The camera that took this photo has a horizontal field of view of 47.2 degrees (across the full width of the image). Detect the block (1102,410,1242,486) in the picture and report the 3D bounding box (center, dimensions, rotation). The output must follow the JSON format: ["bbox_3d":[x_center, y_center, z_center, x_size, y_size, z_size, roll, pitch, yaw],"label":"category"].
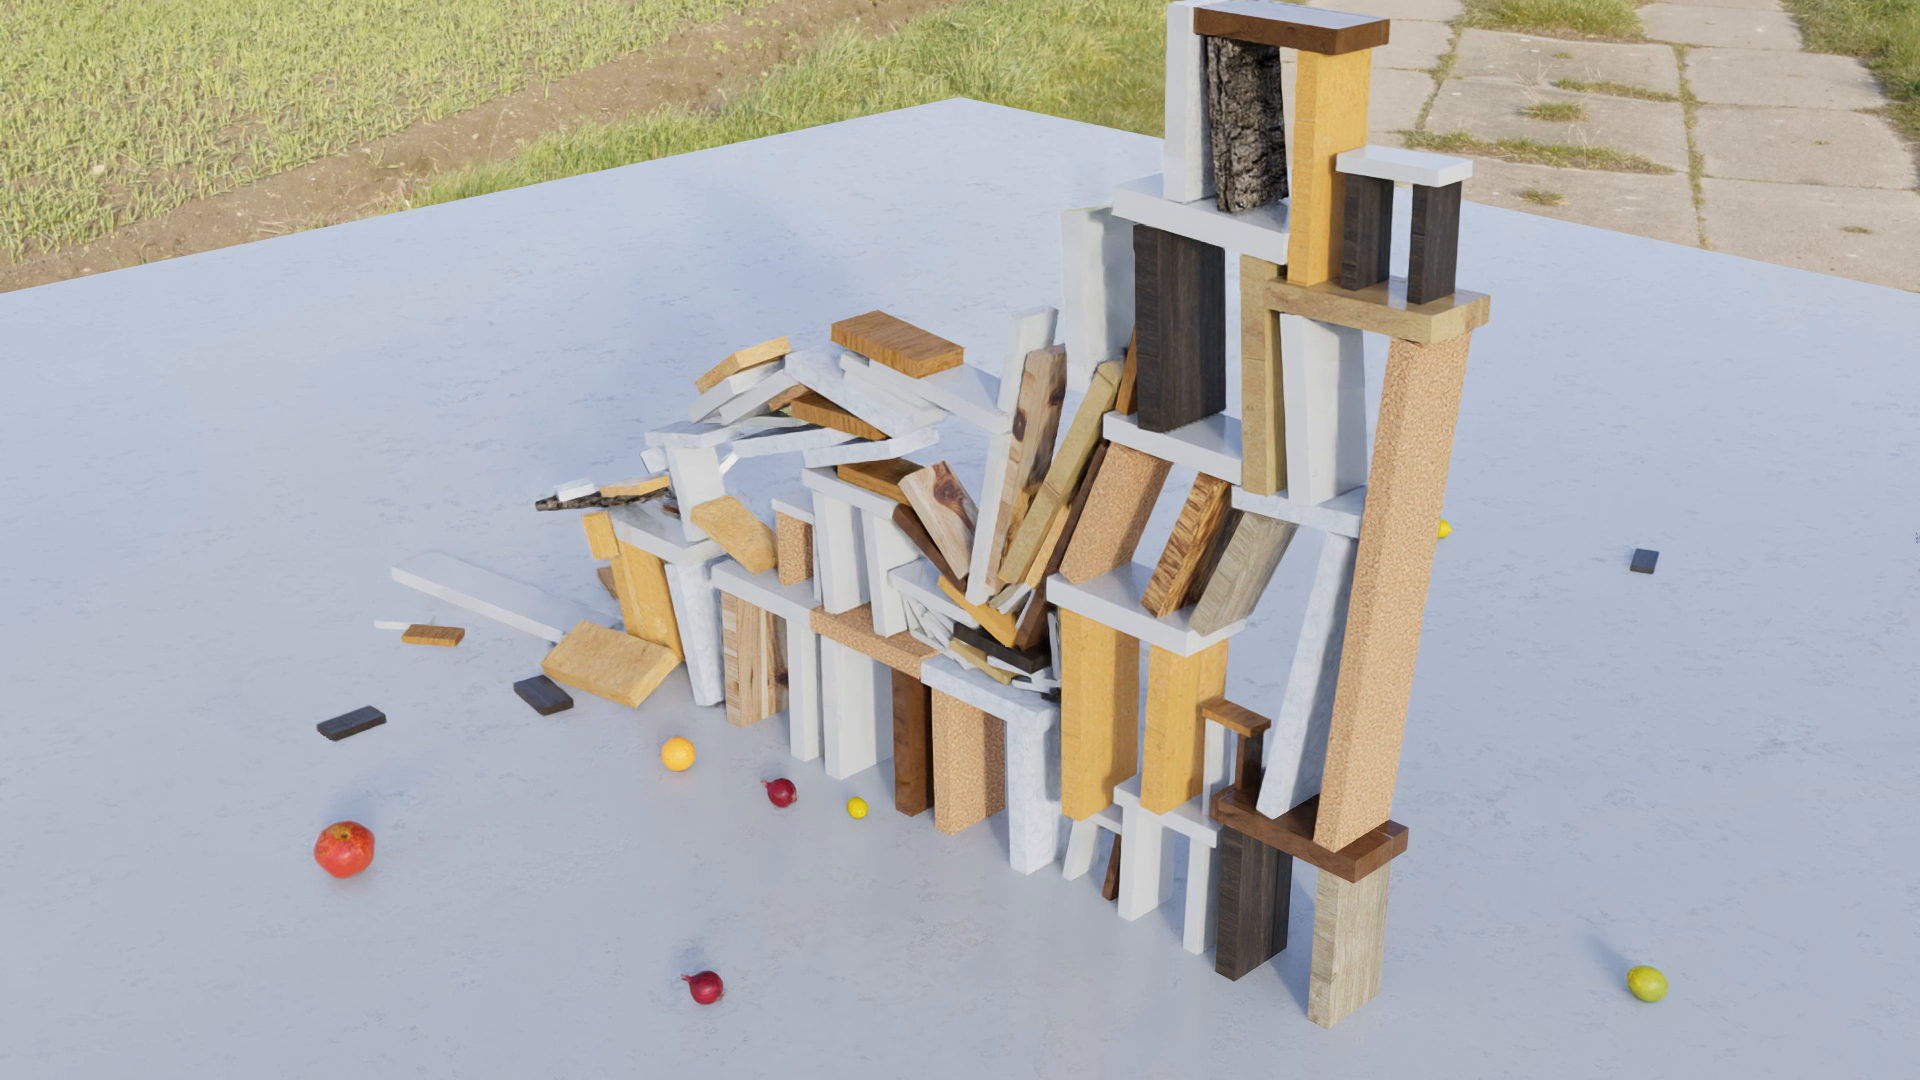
[{"bbox_3d":[0.403,-0.172,3.712,0.150,0.043,0.301,-21,31,-40],"label":"block"}]

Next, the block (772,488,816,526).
[{"bbox_3d":[-0.303,-0.065,4.529,0.166,0.023,0.083,21,31,40],"label":"block"}]

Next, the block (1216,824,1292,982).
[{"bbox_3d":[0.526,0.618,3.914,0.043,0.305,0.153,21,31,41],"label":"block"}]

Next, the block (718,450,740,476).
[{"bbox_3d":[-0.559,-0.146,5.000,0.142,0.020,0.071,-46,11,-4],"label":"block"}]

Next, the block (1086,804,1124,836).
[{"bbox_3d":[0.287,0.512,4.133,0.152,0.022,0.076,21,31,41],"label":"block"}]

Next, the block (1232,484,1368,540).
[{"bbox_3d":[0.585,-0.062,3.561,0.131,0.037,0.263,-21,26,-40],"label":"block"}]

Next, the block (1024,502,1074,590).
[{"bbox_3d":[0.190,0.005,4.002,0.092,0.185,0.026,-17,53,-44],"label":"block"}]

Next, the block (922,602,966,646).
[{"bbox_3d":[-0.003,0.146,4.288,0.072,0.020,0.144,-17,45,-36],"label":"block"}]

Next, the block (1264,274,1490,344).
[{"bbox_3d":[0.637,-0.366,3.372,0.154,0.044,0.308,-21,29,-40],"label":"block"}]

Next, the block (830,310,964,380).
[{"bbox_3d":[-0.120,-0.372,4.168,0.121,0.034,0.242,-21,36,-39],"label":"block"}]

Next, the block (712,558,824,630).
[{"bbox_3d":[-0.363,0.098,4.656,0.319,0.045,0.159,21,31,41],"label":"block"}]

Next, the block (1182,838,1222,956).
[{"bbox_3d":[0.461,0.624,3.987,0.033,0.235,0.117,23,32,40],"label":"block"}]

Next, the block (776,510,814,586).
[{"bbox_3d":[-0.342,0.007,4.601,0.023,0.166,0.083,21,31,41],"label":"block"}]

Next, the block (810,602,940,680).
[{"bbox_3d":[-0.136,0.185,4.445,0.160,0.045,0.320,-21,31,-40],"label":"block"}]

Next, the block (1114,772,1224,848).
[{"bbox_3d":[0.407,0.480,3.983,0.235,0.033,0.117,20,30,40],"label":"block"}]

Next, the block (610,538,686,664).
[{"bbox_3d":[-0.699,0.128,5.042,0.163,0.326,0.046,-22,15,-41],"label":"block"}]

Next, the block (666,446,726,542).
[{"bbox_3d":[-0.569,-0.112,4.800,0.106,0.212,0.030,-21,15,-40],"label":"block"}]

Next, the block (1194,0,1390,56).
[{"bbox_3d":[0.503,-0.784,3.350,0.135,0.038,0.269,-21,31,-41],"label":"block"}]

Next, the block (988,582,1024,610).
[{"bbox_3d":[0.111,0.090,4.123,0.058,0.116,0.016,-12,68,-54],"label":"block"}]

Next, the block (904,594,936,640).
[{"bbox_3d":[-0.062,0.140,4.342,0.054,0.015,0.108,-19,73,-39],"label":"block"}]

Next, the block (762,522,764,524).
[{"bbox_3d":[-0.558,0.017,5.066,0.261,0.131,0.037,3,-14,46],"label":"block"}]

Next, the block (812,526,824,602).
[{"bbox_3d":[-0.263,0.037,4.530,0.023,0.166,0.083,21,31,41],"label":"block"}]

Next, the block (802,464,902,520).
[{"bbox_3d":[-0.181,-0.109,4.367,0.129,0.036,0.257,-21,30,-40],"label":"block"}]

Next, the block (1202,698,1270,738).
[{"bbox_3d":[0.482,0.310,3.838,0.054,0.015,0.109,-20,31,-39],"label":"block"}]

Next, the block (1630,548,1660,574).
[{"bbox_3d":[1.748,0.054,5.612,0.059,0.017,0.117,9,25,21],"label":"block"}]

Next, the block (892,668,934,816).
[{"bbox_3d":[-0.060,0.383,4.447,0.160,0.320,0.045,-21,30,-41],"label":"block"}]

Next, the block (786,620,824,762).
[{"bbox_3d":[-0.287,0.295,4.657,0.045,0.319,0.159,21,31,41],"label":"block"}]

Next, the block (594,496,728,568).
[{"bbox_3d":[-0.656,-0.026,4.929,0.326,0.046,0.163,21,31,40],"label":"block"}]

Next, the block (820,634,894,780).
[{"bbox_3d":[-0.210,0.325,4.585,0.045,0.320,0.160,21,31,41],"label":"block"}]

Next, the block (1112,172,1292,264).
[{"bbox_3d":[0.434,-0.525,3.542,0.346,0.049,0.173,24,33,39],"label":"block"}]

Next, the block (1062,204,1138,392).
[{"bbox_3d":[0.247,-0.423,3.817,0.043,0.307,0.153,9,17,42],"label":"block"}]

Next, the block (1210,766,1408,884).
[{"bbox_3d":[0.598,0.486,3.779,0.305,0.043,0.153,21,31,41],"label":"block"}]

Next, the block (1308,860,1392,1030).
[{"bbox_3d":[0.670,0.674,3.781,0.043,0.305,0.153,21,31,41],"label":"block"}]

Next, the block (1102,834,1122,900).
[{"bbox_3d":[0.313,0.602,4.145,0.076,0.152,0.022,-21,43,-41],"label":"block"}]

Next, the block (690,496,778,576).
[{"bbox_3d":[-0.470,-0.012,4.736,0.106,0.030,0.221,-21,48,-40],"label":"block"}]

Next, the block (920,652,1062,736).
[{"bbox_3d":[0.089,0.279,4.243,0.156,0.044,0.312,-21,31,-41],"label":"block"}]

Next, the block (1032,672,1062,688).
[{"bbox_3d":[0.187,0.260,4.116,0.050,0.014,0.100,-22,19,-40],"label":"block"}]

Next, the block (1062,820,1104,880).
[{"bbox_3d":[0.241,0.574,4.211,0.076,0.152,0.022,-21,42,-41],"label":"block"}]

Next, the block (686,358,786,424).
[{"bbox_3d":[-0.465,-0.311,4.609,0.136,0.039,0.273,-22,0,-27],"label":"block"}]

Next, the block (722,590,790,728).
[{"bbox_3d":[-0.438,0.237,4.795,0.045,0.319,0.159,21,31,40],"label":"block"}]

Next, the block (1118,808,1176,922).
[{"bbox_3d":[0.350,0.582,4.089,0.117,0.235,0.033,-21,32,-41],"label":"block"}]

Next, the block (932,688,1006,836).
[{"bbox_3d":[0.018,0.416,4.379,0.156,0.312,0.044,-21,29,-41],"label":"block"}]

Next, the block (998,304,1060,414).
[{"bbox_3d":[0.121,-0.324,3.925,0.093,0.186,0.026,-19,39,-40],"label":"block"}]

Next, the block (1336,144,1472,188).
[{"bbox_3d":[0.661,-0.558,3.275,0.179,0.025,0.090,19,29,41],"label":"block"}]

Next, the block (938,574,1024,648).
[{"bbox_3d":[0.062,0.120,4.192,0.102,0.029,0.203,-22,52,-40],"label":"block"}]

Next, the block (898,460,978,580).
[{"bbox_3d":[-0.014,-0.040,4.187,0.110,0.031,0.221,-23,76,-40],"label":"block"}]

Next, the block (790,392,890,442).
[{"bbox_3d":[-0.202,-0.253,4.348,0.131,0.037,0.261,-21,26,-38],"label":"block"}]

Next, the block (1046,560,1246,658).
[{"bbox_3d":[0.329,0.111,3.908,0.164,0.046,0.328,-21,31,-40],"label":"block"}]

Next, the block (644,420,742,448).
[{"bbox_3d":[-0.578,-0.229,4.764,0.106,0.030,0.212,-21,17,-39],"label":"block"}]

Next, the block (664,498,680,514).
[{"bbox_3d":[-0.617,-0.070,4.957,0.097,0.014,0.049,16,28,33],"label":"block"}]

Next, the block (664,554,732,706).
[{"bbox_3d":[-0.545,0.188,4.900,0.163,0.326,0.046,-21,15,-41],"label":"block"}]

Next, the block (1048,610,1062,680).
[{"bbox_3d":[0.198,0.189,4.093,0.064,0.129,0.018,-20,23,-36],"label":"block"}]

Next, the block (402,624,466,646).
[{"bbox_3d":[-1.246,0.226,5.204,0.131,0.019,0.066,4,23,8],"label":"block"}]

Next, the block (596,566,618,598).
[{"bbox_3d":[-0.850,0.102,5.494,0.075,0.021,0.150,-10,25,-22],"label":"block"}]

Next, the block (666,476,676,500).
[{"bbox_3d":[-0.682,-0.120,5.106,0.057,0.016,0.114,-1,-19,-13],"label":"block"}]

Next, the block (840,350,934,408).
[{"bbox_3d":[-0.117,-0.320,4.216,0.211,0.030,0.105,28,36,30],"label":"block"}]

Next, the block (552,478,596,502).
[{"bbox_3d":[-0.902,-0.117,5.133,0.082,0.023,0.164,-15,10,-13],"label":"block"}]

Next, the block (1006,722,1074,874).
[{"bbox_3d":[0.164,0.473,4.245,0.156,0.312,0.044,-21,28,-41],"label":"block"}]
